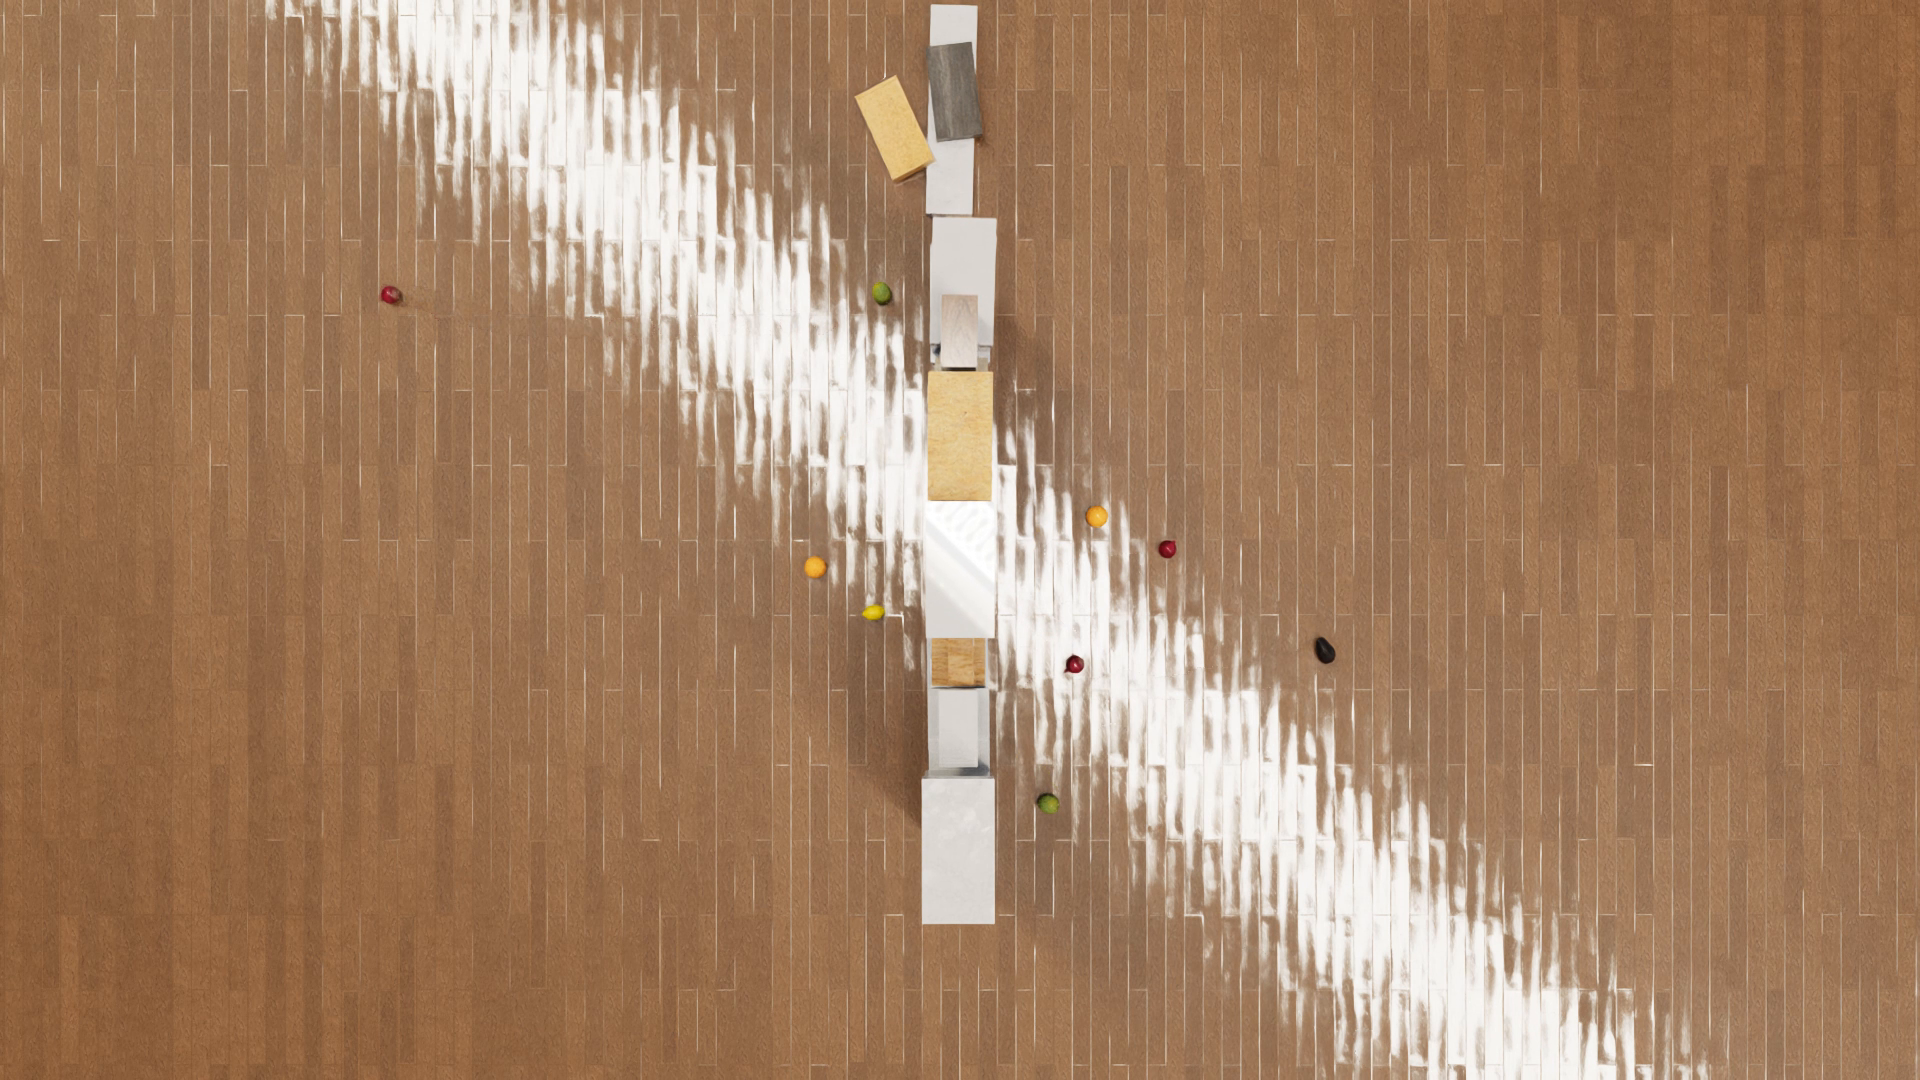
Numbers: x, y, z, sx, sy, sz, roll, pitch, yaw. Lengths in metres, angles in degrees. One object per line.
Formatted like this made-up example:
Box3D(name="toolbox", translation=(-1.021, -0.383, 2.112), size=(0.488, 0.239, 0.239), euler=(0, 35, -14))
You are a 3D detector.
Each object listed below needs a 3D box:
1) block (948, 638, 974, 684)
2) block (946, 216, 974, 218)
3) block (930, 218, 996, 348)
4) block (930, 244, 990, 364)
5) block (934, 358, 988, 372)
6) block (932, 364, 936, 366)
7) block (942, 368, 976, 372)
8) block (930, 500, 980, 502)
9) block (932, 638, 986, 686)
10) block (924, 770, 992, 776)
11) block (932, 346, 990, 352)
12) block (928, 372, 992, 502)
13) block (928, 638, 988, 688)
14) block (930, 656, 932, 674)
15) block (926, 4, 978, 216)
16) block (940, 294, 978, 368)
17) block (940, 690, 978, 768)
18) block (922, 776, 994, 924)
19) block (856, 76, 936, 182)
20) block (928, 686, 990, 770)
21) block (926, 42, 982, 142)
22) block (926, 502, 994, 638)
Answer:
Box3D(name="block", translation=(0.002, 0.308, 4.266), size=(0.065, 0.018, 0.130), euler=(-1, 90, 0))
Box3D(name="block", translation=(0.000, -0.946, 5.300), size=(0.094, 0.027, 0.187), euler=(0, 90, 0))
Box3D(name="block", translation=(0.008, -0.689, 4.413), size=(0.168, 0.048, 0.337), euler=(2, 91, 0))
Box3D(name="block", translation=(0.000, -0.686, 4.800), size=(0.172, 0.049, 0.344), euler=(0, 90, 0))
Box3D(name="block", translation=(0.003, -0.360, 4.594), size=(0.147, 0.042, 0.293), euler=(0, 90, 0))
Box3D(name="block", translation=(0.001, -0.572, 4.996), size=(0.172, 0.344, 0.049), euler=(0, 90, 0))
Box3D(name="block", translation=(-0.004, -0.464, 4.390), size=(0.092, 0.365, 0.026), euler=(-1, 89, 0))
Box3D(name="block", translation=(-0.005, -0.055, 4.565), size=(0.152, 0.043, 0.304), euler=(0, 90, 0))
Box3D(name="block", translation=(-0.004, 0.245, 4.425), size=(0.144, 0.041, 0.287), euler=(0, 90, 0))
Box3D(name="block", translation=(-0.004, 0.634, 4.191), size=(0.174, 0.348, 0.049), euler=(0, 90, 0))
Box3D(name="block", translation=(0.004, -0.566, 4.607), size=(0.168, 0.337, 0.048), euler=(0, 91, 0))
Box3D(name="block", translation=(0.000, -0.263, 4.194), size=(0.163, 0.046, 0.326), euler=(0, 90, 0))
Box3D(name="block", translation=(-0.006, 0.427, 4.757), size=(0.173, 0.049, 0.346), euler=(-1, 90, 0))
Box3D(name="block", translation=(-0.008, 0.341, 4.589), size=(0.144, 0.287, 0.041), euler=(0, 90, 0))
Box3D(name="block", translation=(-0.028, -1.424, 5.478), size=(0.153, 0.043, 0.690), euler=(1, 90, 0))
Box3D(name="block", translation=(-0.002, -0.531, 4.194), size=(0.092, 0.026, 0.184), euler=(1, 90, 0))
Box3D(name="block", translation=(-0.004, 0.475, 4.159), size=(0.096, 0.027, 0.193), euler=(0, 90, 0))
Box3D(name="block", translation=(-0.004, 0.749, 3.993), size=(0.174, 0.049, 0.348), euler=(0, 90, 0))
Box3D(name="block", translation=(-0.212, -1.359, 5.453), size=(0.153, 0.043, 0.306), euler=(-25, 87, 12))
Box3D(name="block", translation=(-0.002, 0.554, 4.388), size=(0.161, 0.046, 0.321), euler=(-1, 90, 0))
Box3D(name="block", translation=(-0.019, -1.476, 5.435), size=(0.153, 0.043, 0.306), euler=(-7, 90, 0))
Box3D(name="block", translation=(0.000, 0.073, 4.048), size=(0.167, 0.047, 0.333), euler=(0, 90, 0))
